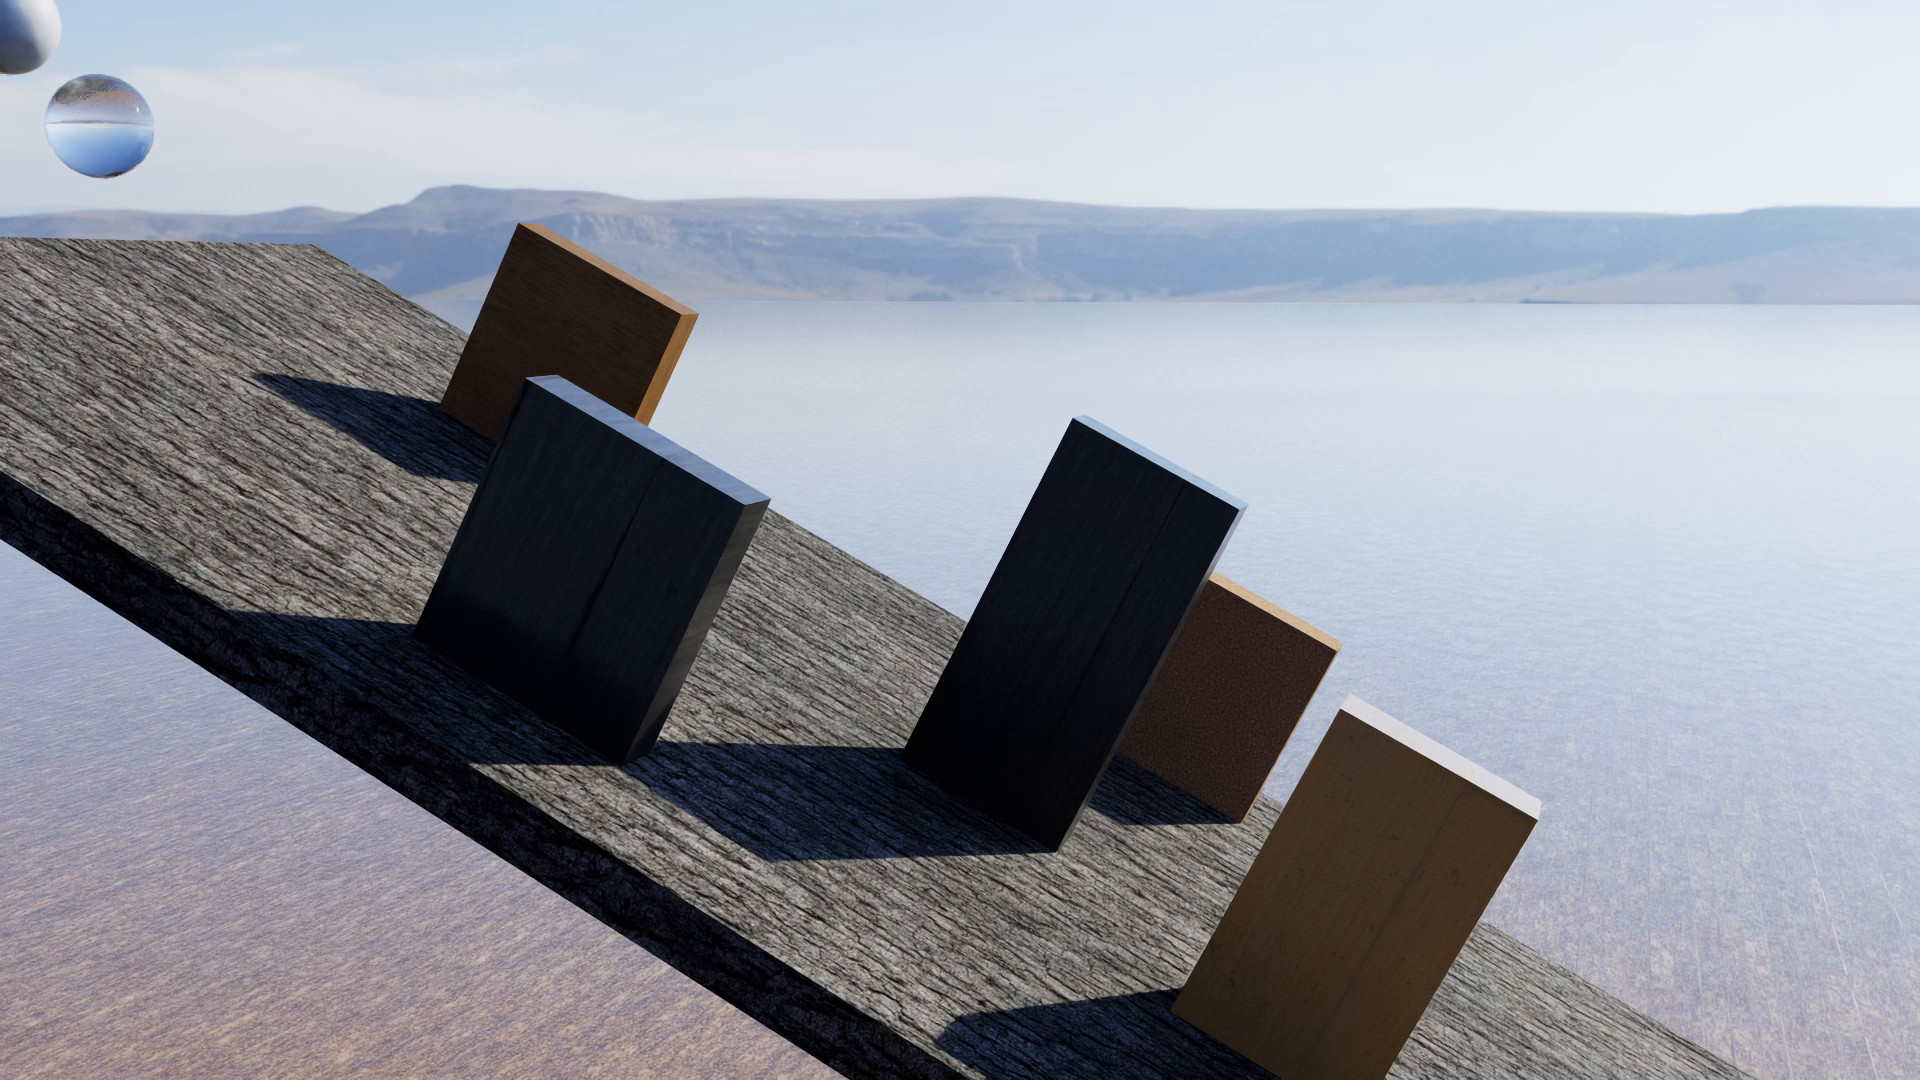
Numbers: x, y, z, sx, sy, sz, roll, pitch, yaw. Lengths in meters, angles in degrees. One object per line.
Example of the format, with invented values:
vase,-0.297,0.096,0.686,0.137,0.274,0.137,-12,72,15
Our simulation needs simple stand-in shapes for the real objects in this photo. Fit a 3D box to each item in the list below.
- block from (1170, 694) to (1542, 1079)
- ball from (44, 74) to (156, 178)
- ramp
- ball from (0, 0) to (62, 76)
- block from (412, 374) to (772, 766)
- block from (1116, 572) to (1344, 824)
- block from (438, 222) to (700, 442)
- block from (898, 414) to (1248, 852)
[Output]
block,0.636,0.594,3.555,0.345,0.584,0.127,30,14,12
ball,-1.615,-0.777,4.130,0.194,0.194,0.194,0,7,0
ramp,-0.232,0.387,4.153,4.000,0.100,2.000,30,14,12
ball,-1.791,-0.970,4.133,0.190,0.190,0.190,0,7,0
block,-0.594,0.046,3.524,0.417,0.475,0.108,30,14,12
block,0.537,0.315,4.711,0.397,0.429,0.105,30,14,12
block,-0.837,-0.380,4.691,0.418,0.444,0.091,30,14,12
block,0.202,0.171,4.010,0.339,0.720,0.096,30,14,12
